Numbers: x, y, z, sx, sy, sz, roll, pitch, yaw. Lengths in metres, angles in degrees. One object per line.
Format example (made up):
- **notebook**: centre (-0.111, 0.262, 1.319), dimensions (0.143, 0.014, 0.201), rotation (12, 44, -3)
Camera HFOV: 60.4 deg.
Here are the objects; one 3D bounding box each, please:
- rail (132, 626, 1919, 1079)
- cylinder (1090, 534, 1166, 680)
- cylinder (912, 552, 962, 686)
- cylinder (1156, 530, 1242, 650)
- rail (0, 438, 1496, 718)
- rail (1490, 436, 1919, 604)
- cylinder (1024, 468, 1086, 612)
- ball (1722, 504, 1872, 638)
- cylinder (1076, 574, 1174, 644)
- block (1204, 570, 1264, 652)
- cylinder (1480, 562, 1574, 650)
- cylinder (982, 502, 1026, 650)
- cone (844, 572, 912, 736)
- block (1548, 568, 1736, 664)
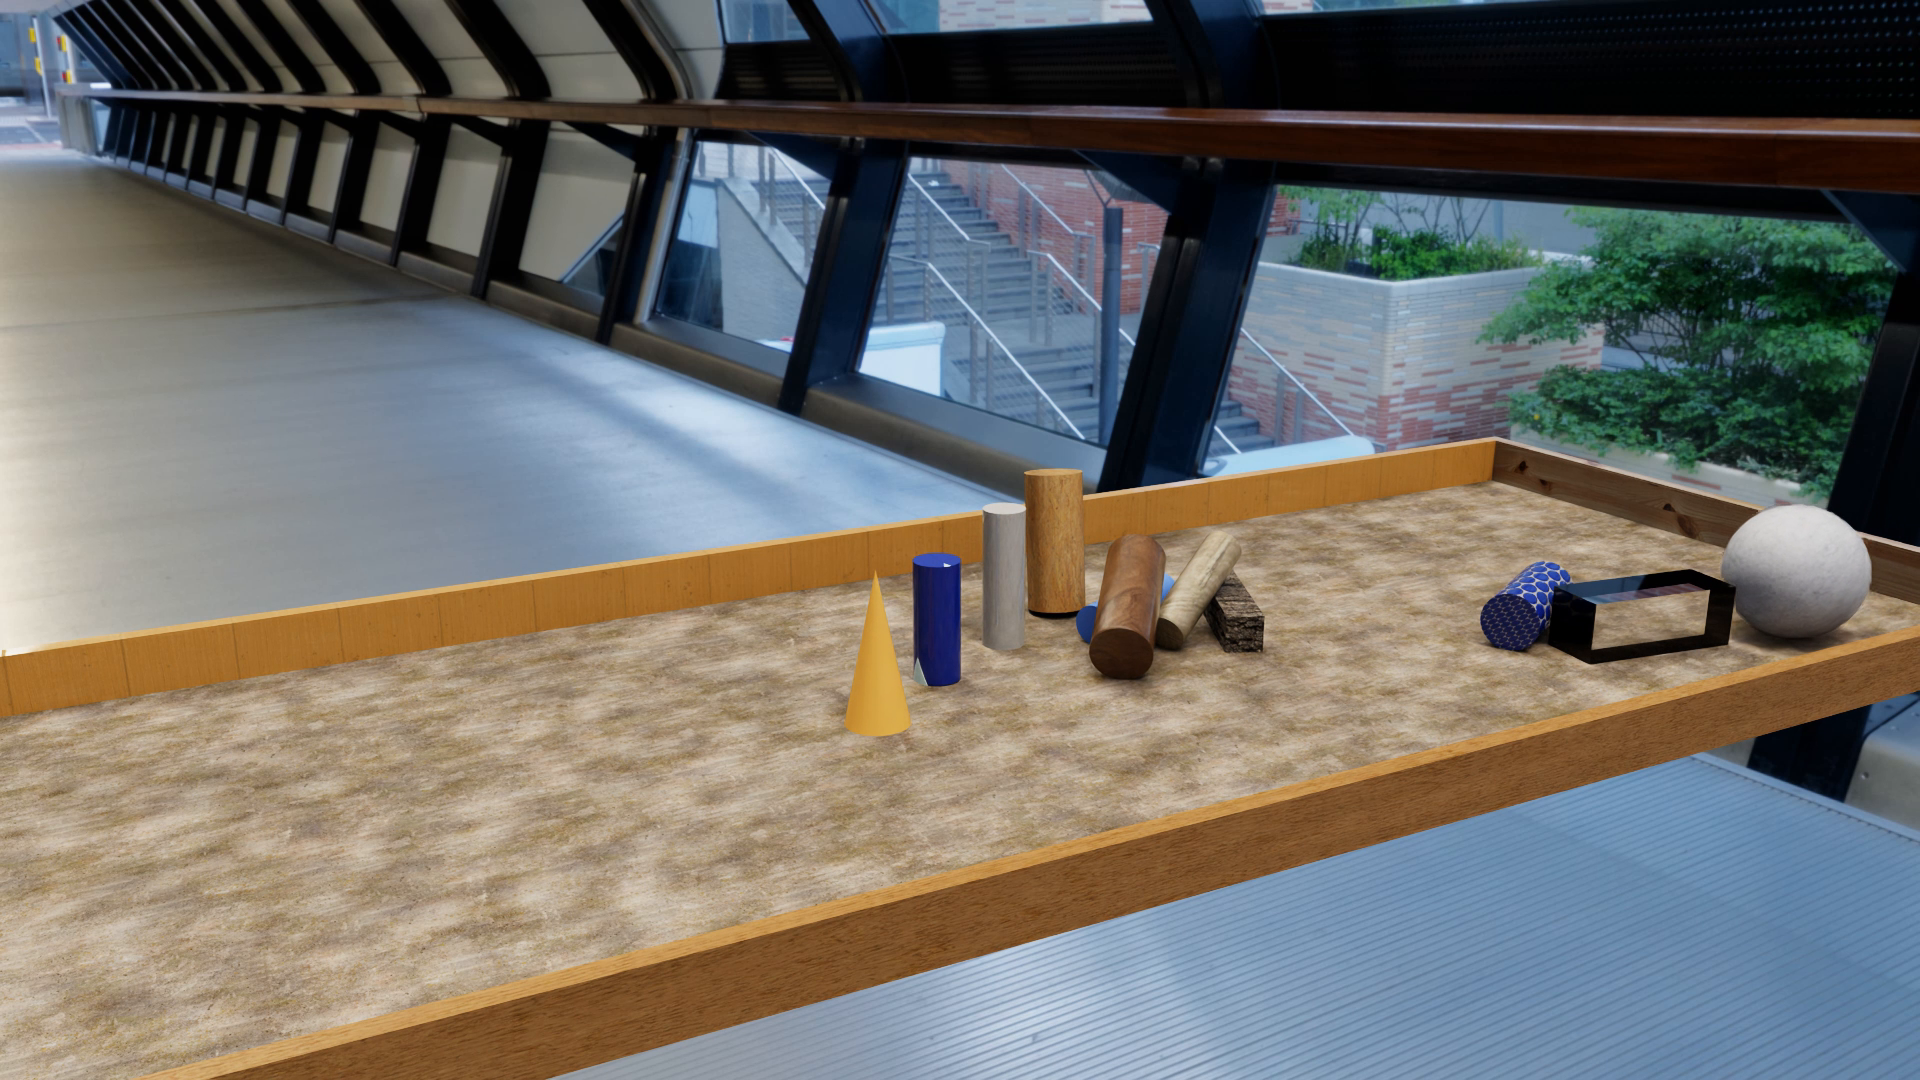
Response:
- **rail**: centre (-2.336, 1.006, 1.665), dimensions (12.000, 0.150, 0.050), rotation (-9, 18, -27)
- **cylinder**: centre (0.440, 0.168, 4.291), dimensions (0.160, 0.160, 0.432), rotation (3, 33, 10)
- **cylinder**: centre (-0.057, 0.199, 4.125), dimensions (0.121, 0.312, 0.121), rotation (0, 16, 0)
- **cylinder**: centre (0.635, 0.132, 4.459), dimensions (0.109, 0.109, 0.379), rotation (11, 43, 32)
- **rail**: centre (-3.305, 0.497, 3.399), dimensions (12.000, 0.150, 0.050), rotation (-9, 18, -27)
- **rail**: centre (2.466, -0.048, 5.253), dimensions (0.050, 0.150, 2.100), rotation (-9, 18, -27)
- **cylinder**: centre (0.268, 0.000, 4.640), dimensions (0.163, 0.385, 0.163), rotation (-2, 9, 0)
- **ball**: centre (2.245, 0.084, 4.432), dimensions (0.360, 0.360, 0.360), rotation (0, 16, 0)
- **cylinder**: centre (0.463, 0.185, 4.532), dimensions (0.109, 0.109, 0.367), rotation (12, 20, 34)
- **block**: centre (0.738, 0.186, 4.546), dimensions (0.100, 0.100, 0.446), rotation (-1, 16, -2)
- **cylinder**: centre (1.544, 0.176, 4.481), dimensions (0.156, 0.156, 0.349), rotation (11, 19, 32)
- **cylinder**: centre (0.116, 0.096, 4.364), dimensions (0.114, 0.374, 0.114), rotation (0, 16, 0)
- **cone**: centre (-0.194, 0.249, 3.835), dimensions (0.158, 0.379, 0.158), rotation (0, 16, 0)
- **block**: centre (1.811, 0.201, 4.382), dimensions (0.451, 0.164, 0.164), rotation (-6, 17, -19)
